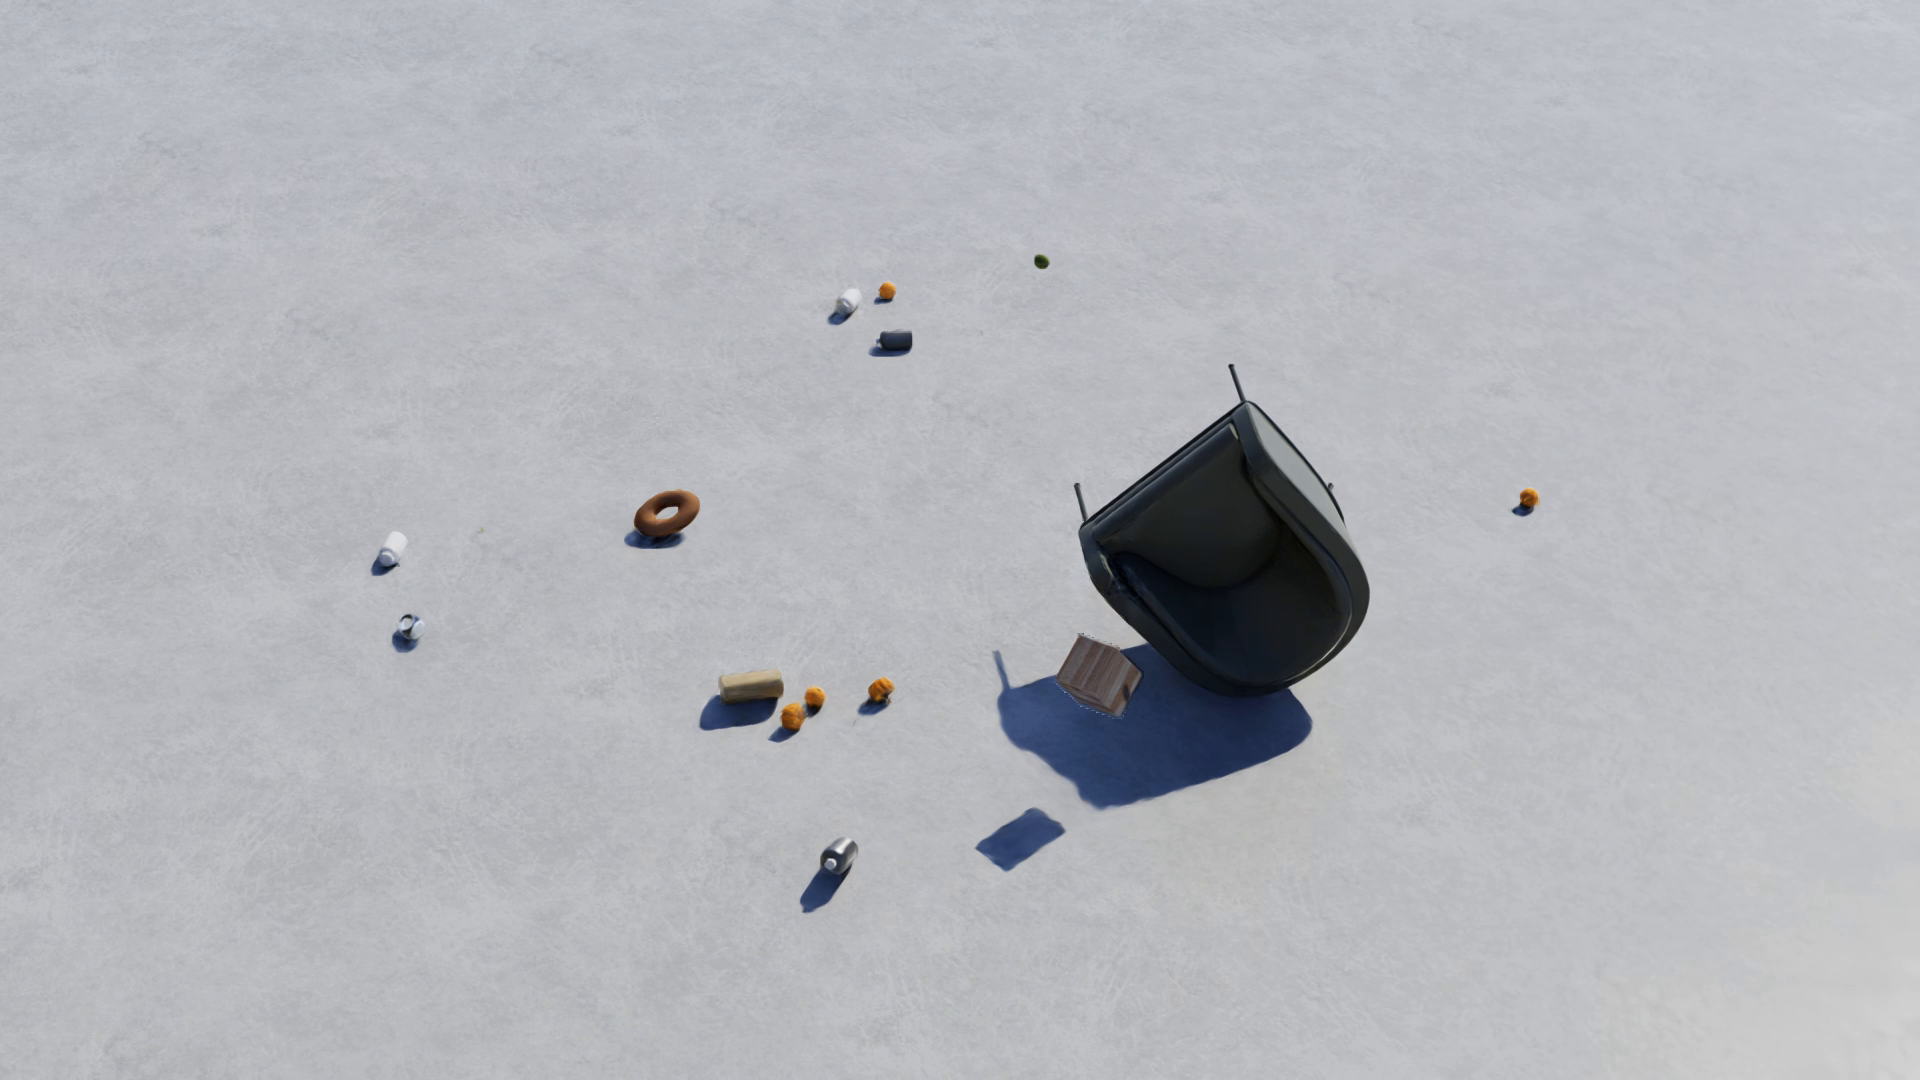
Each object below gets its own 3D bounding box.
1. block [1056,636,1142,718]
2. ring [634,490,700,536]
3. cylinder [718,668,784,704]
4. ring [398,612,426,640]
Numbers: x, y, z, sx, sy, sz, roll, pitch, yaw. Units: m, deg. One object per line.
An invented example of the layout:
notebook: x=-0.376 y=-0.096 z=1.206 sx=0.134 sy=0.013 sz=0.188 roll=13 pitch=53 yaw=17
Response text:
block: x=0.451 y=0.442 z=9.515 sx=0.161 sy=0.190 sz=0.165 roll=19 pitch=74 yaw=38
ring: x=-1.094 y=-0.100 z=10.958 sx=0.259 sy=0.065 sz=0.172 roll=-23 pitch=62 yaw=-5
cylinder: x=-0.718 y=0.501 z=10.070 sx=0.201 sy=0.098 sz=0.170 roll=-7 pitch=-2 yaw=-11
ring: x=-1.943 y=0.307 z=10.403 sx=0.090 sy=0.057 sz=0.138 roll=-50 pitch=36 yaw=-5
